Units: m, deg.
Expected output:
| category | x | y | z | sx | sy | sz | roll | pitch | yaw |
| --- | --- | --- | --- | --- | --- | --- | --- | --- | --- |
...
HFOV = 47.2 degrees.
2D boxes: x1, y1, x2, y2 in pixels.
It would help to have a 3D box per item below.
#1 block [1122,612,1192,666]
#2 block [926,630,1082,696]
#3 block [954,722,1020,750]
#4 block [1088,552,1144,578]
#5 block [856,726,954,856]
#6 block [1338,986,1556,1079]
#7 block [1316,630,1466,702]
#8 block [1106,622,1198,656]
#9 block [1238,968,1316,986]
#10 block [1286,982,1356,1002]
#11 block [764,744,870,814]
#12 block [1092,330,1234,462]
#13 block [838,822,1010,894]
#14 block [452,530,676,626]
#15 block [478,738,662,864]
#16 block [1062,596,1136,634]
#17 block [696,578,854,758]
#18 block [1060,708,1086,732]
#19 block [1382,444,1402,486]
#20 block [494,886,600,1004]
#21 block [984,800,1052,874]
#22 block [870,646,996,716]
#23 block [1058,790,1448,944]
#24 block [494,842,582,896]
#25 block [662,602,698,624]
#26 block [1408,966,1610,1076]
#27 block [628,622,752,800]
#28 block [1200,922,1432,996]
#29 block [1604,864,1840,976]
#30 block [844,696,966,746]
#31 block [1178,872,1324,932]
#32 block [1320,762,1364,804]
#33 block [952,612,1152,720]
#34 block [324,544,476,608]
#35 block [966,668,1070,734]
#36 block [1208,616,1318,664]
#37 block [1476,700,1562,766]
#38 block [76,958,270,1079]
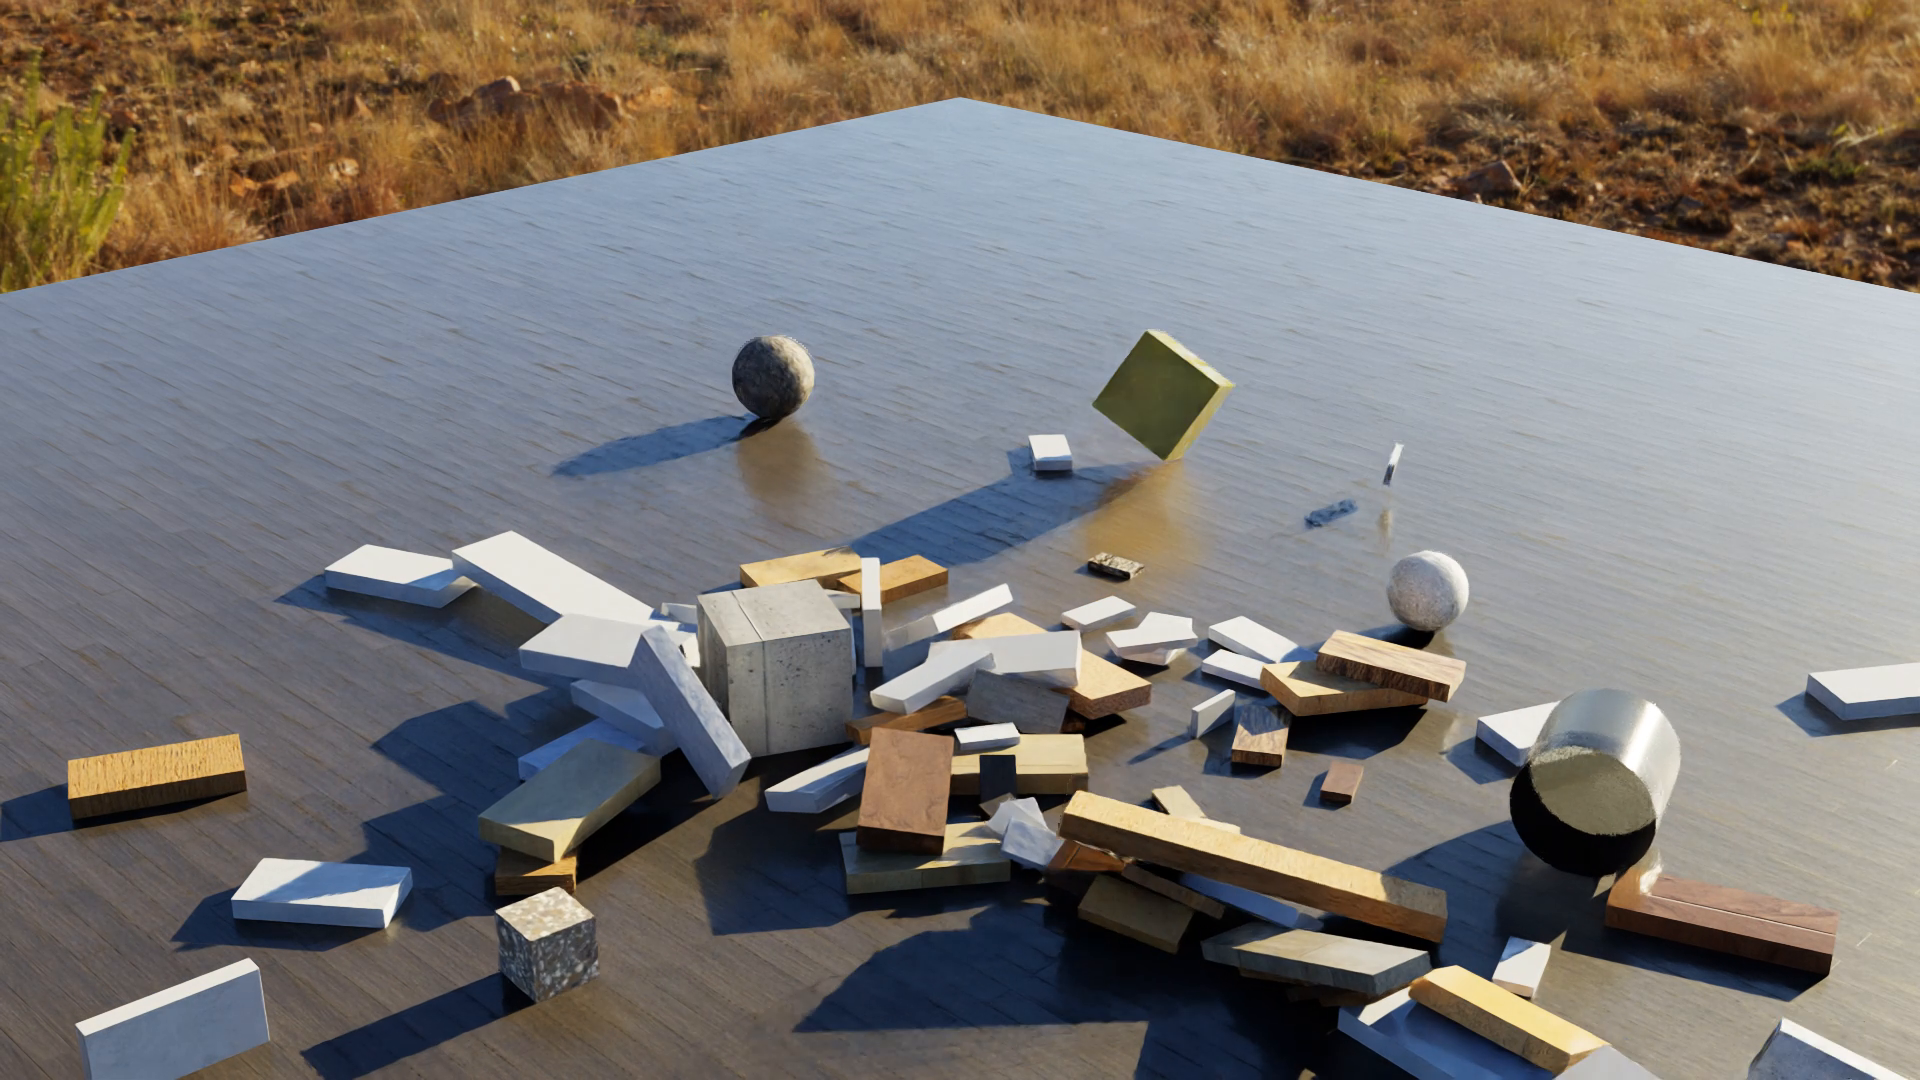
| category | x | y | z | sx | sy | sz | roll | pitch | yaw |
| --- | --- | --- | --- | --- | --- | --- | --- | --- | --- |
| block | 0.465 | 0.231 | 5.178 | 0.104 | 0.030 | 0.209 | 9 | 25 | 21 |
| block | 0.096 | 0.276 | 4.889 | 0.338 | 0.048 | 0.169 | -5 | 26 | 9 |
| block | 0.057 | 0.414 | 4.638 | 0.129 | 0.018 | 0.064 | -5 | 24 | -12 |
| block | 0.396 | 0.065 | 5.584 | 0.129 | 0.018 | 0.064 | 16 | 28 | 34 |
| block | -0.106 | 0.494 | 4.352 | 0.168 | 0.048 | 0.336 | 7 | 29 | -1 |
| block | 0.897 | 0.894 | 3.599 | 0.151 | 0.043 | 0.605 | -17 | 29 | -35 |
| block | 0.962 | 0.280 | 4.910 | 0.300 | 0.042 | 0.150 | 14 | 23 | 22 |
| block | 0.445 | 0.231 | 5.110 | 0.196 | 0.023 | 0.083 | -6 | 24 | -14 |
| block | 0.582 | 0.751 | 3.879 | 0.087 | 0.025 | 0.174 | -17 | 7 | -35 |
| block | 0.651 | 0.764 | 3.806 | 0.087 | 0.025 | 0.174 | -17 | -6 | -35 |
| block | -0.234 | 0.481 | 4.509 | 0.154 | 0.044 | 0.309 | -5 | 13 | 46 |
| block | 0.575 | -0.406 | 6.186 | 0.258 | 0.258 | 0.258 | 38 | 13 | 11 |
| block | -0.071 | 0.614 | 4.259 | 0.314 | 0.044 | 0.154 | -3 | 23 | -8 |
| block | -0.929 | 0.148 | 5.283 | 0.740 | 0.051 | 0.180 | 25 | 33 | 37 |
| block | -0.771 | 0.512 | 4.372 | 0.180 | 0.051 | 0.359 | 13 | 26 | 24 |
| block | 0.335 | 0.180 | 5.307 | 0.166 | 0.023 | 0.083 | -17 | 29 | -35 |
| block | -0.402 | 0.277 | 4.762 | 0.270 | 0.270 | 0.270 | -8 | 24 | -18 |
| block | 0.224 | 0.374 | 4.852 | 0.076 | 0.022 | 0.170 | -3 | 23 | -6 |
| block | 1.189 | -0.207 | 6.039 | 0.018 | 0.065 | 0.130 | 18 | 33 | 12 |
| block | -0.733 | 0.718 | 3.906 | 0.128 | 0.128 | 0.128 | -18 | 29 | -36 |
| block | 0.130 | 0.577 | 4.262 | 0.152 | 0.022 | 0.076 | 36 | 53 | 14 |
| block | -0.058 | 0.302 | 4.763 | 0.251 | 0.036 | 0.126 | -26 | 20 | -32 |
| block | 0.543 | 0.601 | 4.078 | 0.713 | 0.048 | 0.168 | 15 | 10 | 9 |
| block | -0.817 | 0.596 | 4.302 | 0.147 | 0.042 | 0.293 | -2 | 23 | -4 |
| block | -0.572 | 0.182 | 5.142 | 0.126 | 0.036 | 0.295 | 7 | -1 | -36 |
| block | 0.926 | 0.810 | 3.716 | 0.301 | 0.043 | 0.151 | 24 | 12 | 39 |
| block | -0.555 | 0.352 | 4.486 | 0.048 | 0.170 | 0.339 | -27 | 73 | -30 |
| block | 0.607 | 0.719 | 3.801 | 0.122 | 0.035 | 0.467 | -14 | 5 | -30 |
| block | 1.405 | 0.698 | 4.059 | 0.395 | 0.044 | 0.156 | 10 | 25 | 22 |
| block | -0.117 | 0.384 | 4.695 | 0.236 | 0.033 | 0.118 | -14 | 7 | -17 |
| block | 0.536 | 0.668 | 4.051 | 0.244 | 0.035 | 0.122 | 17 | -10 | 36 |
| block | 0.791 | 0.501 | 4.556 | 0.065 | 0.018 | 0.130 | 8 | 24 | 18 |
| block | 0.201 | 0.281 | 4.994 | 0.169 | 0.048 | 0.520 | -12 | 23 | -34 |
| block | -1.392 | 0.089 | 5.489 | 0.339 | 0.048 | 0.170 | 9 | 25 | 21 |
| block | 0.121 | 0.357 | 4.724 | 0.209 | 0.104 | 0.030 | 17 | -13 | 1 |
| block | 0.713 | 0.252 | 5.129 | 0.104 | 0.030 | 0.284 | -15 | 27 | -32 |
| block | 1.285 | 0.409 | 4.743 | 0.300 | 0.042 | 0.150 | -9 | 25 | -20 |
| block | -1.302 | 0.817 | 3.647 | 0.293 | 0.147 | 0.042 | -18 | 29 | -36 |
